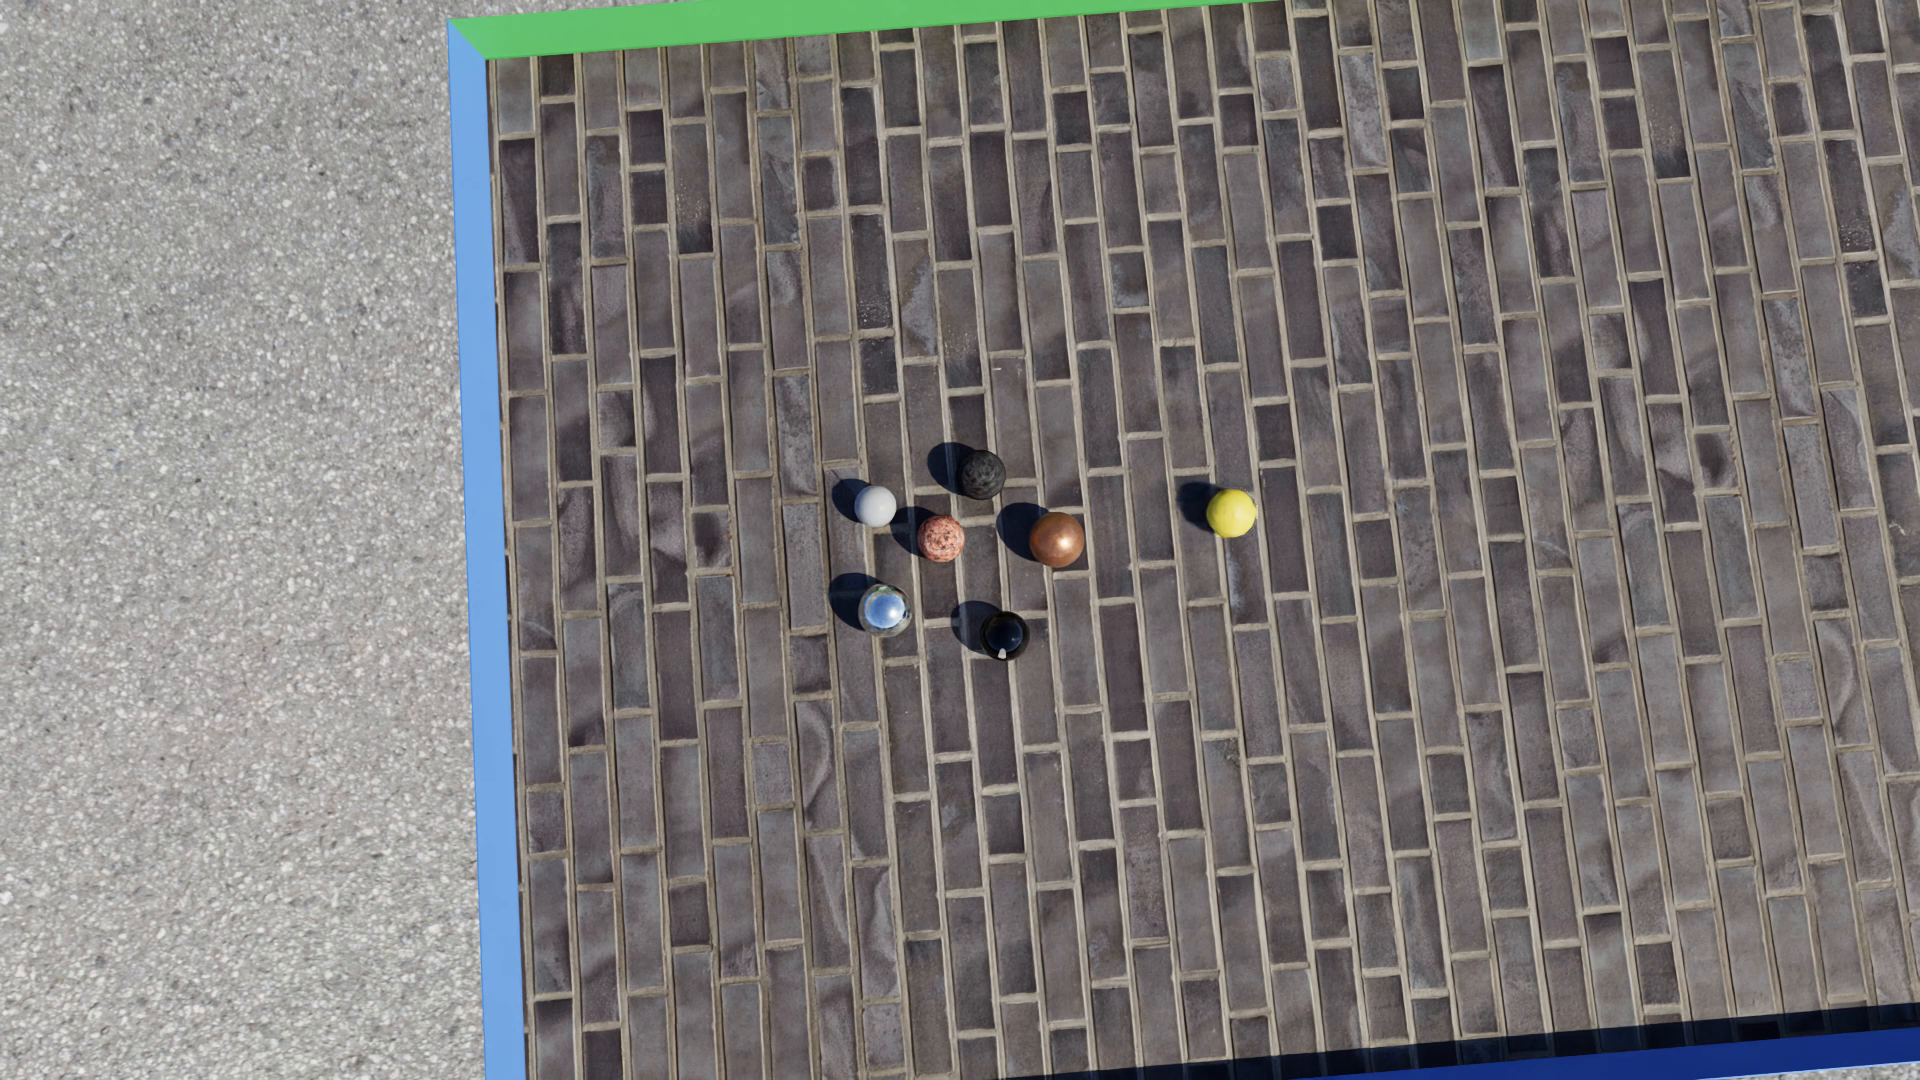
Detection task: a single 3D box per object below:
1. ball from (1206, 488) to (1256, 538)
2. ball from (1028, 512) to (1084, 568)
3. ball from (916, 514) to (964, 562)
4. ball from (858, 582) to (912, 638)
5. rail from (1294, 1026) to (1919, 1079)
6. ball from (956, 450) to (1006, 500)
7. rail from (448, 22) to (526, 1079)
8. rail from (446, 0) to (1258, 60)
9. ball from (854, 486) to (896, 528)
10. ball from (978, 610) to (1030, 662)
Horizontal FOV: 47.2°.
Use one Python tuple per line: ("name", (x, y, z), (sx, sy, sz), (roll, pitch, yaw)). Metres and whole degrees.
("ball", (0.408, -0.040, 3.309), (0.074, 0.074, 0.074), (0, 78, 0))
("ball", (0.145, -0.001, 3.295), (0.084, 0.084, 0.084), (0, 78, 0))
("ball", (-0.029, -0.002, 3.301), (0.073, 0.073, 0.073), (0, 78, 0))
("ball", (-0.112, 0.105, 3.274), (0.083, 0.083, 0.083), (0, 78, 0))
("rail", (0.790, 0.762, 3.123), (2.898, 0.109, 0.045), (-5, 78, -1))
("ball", (0.031, -0.098, 3.319), (0.077, 0.077, 0.077), (0, 78, 0))
("rail", (-0.699, 0.052, 3.271), (0.045, 0.109, 1.734), (-5, 78, -1))
("rail", (0.654, -0.884, 3.464), (2.898, 0.109, 0.045), (-5, 78, -1))
("ball", (-0.128, -0.051, 3.316), (0.064, 0.064, 0.064), (0, 78, 0))
("ball", (0.066, 0.143, 3.270), (0.076, 0.076, 0.076), (0, 78, 0))
